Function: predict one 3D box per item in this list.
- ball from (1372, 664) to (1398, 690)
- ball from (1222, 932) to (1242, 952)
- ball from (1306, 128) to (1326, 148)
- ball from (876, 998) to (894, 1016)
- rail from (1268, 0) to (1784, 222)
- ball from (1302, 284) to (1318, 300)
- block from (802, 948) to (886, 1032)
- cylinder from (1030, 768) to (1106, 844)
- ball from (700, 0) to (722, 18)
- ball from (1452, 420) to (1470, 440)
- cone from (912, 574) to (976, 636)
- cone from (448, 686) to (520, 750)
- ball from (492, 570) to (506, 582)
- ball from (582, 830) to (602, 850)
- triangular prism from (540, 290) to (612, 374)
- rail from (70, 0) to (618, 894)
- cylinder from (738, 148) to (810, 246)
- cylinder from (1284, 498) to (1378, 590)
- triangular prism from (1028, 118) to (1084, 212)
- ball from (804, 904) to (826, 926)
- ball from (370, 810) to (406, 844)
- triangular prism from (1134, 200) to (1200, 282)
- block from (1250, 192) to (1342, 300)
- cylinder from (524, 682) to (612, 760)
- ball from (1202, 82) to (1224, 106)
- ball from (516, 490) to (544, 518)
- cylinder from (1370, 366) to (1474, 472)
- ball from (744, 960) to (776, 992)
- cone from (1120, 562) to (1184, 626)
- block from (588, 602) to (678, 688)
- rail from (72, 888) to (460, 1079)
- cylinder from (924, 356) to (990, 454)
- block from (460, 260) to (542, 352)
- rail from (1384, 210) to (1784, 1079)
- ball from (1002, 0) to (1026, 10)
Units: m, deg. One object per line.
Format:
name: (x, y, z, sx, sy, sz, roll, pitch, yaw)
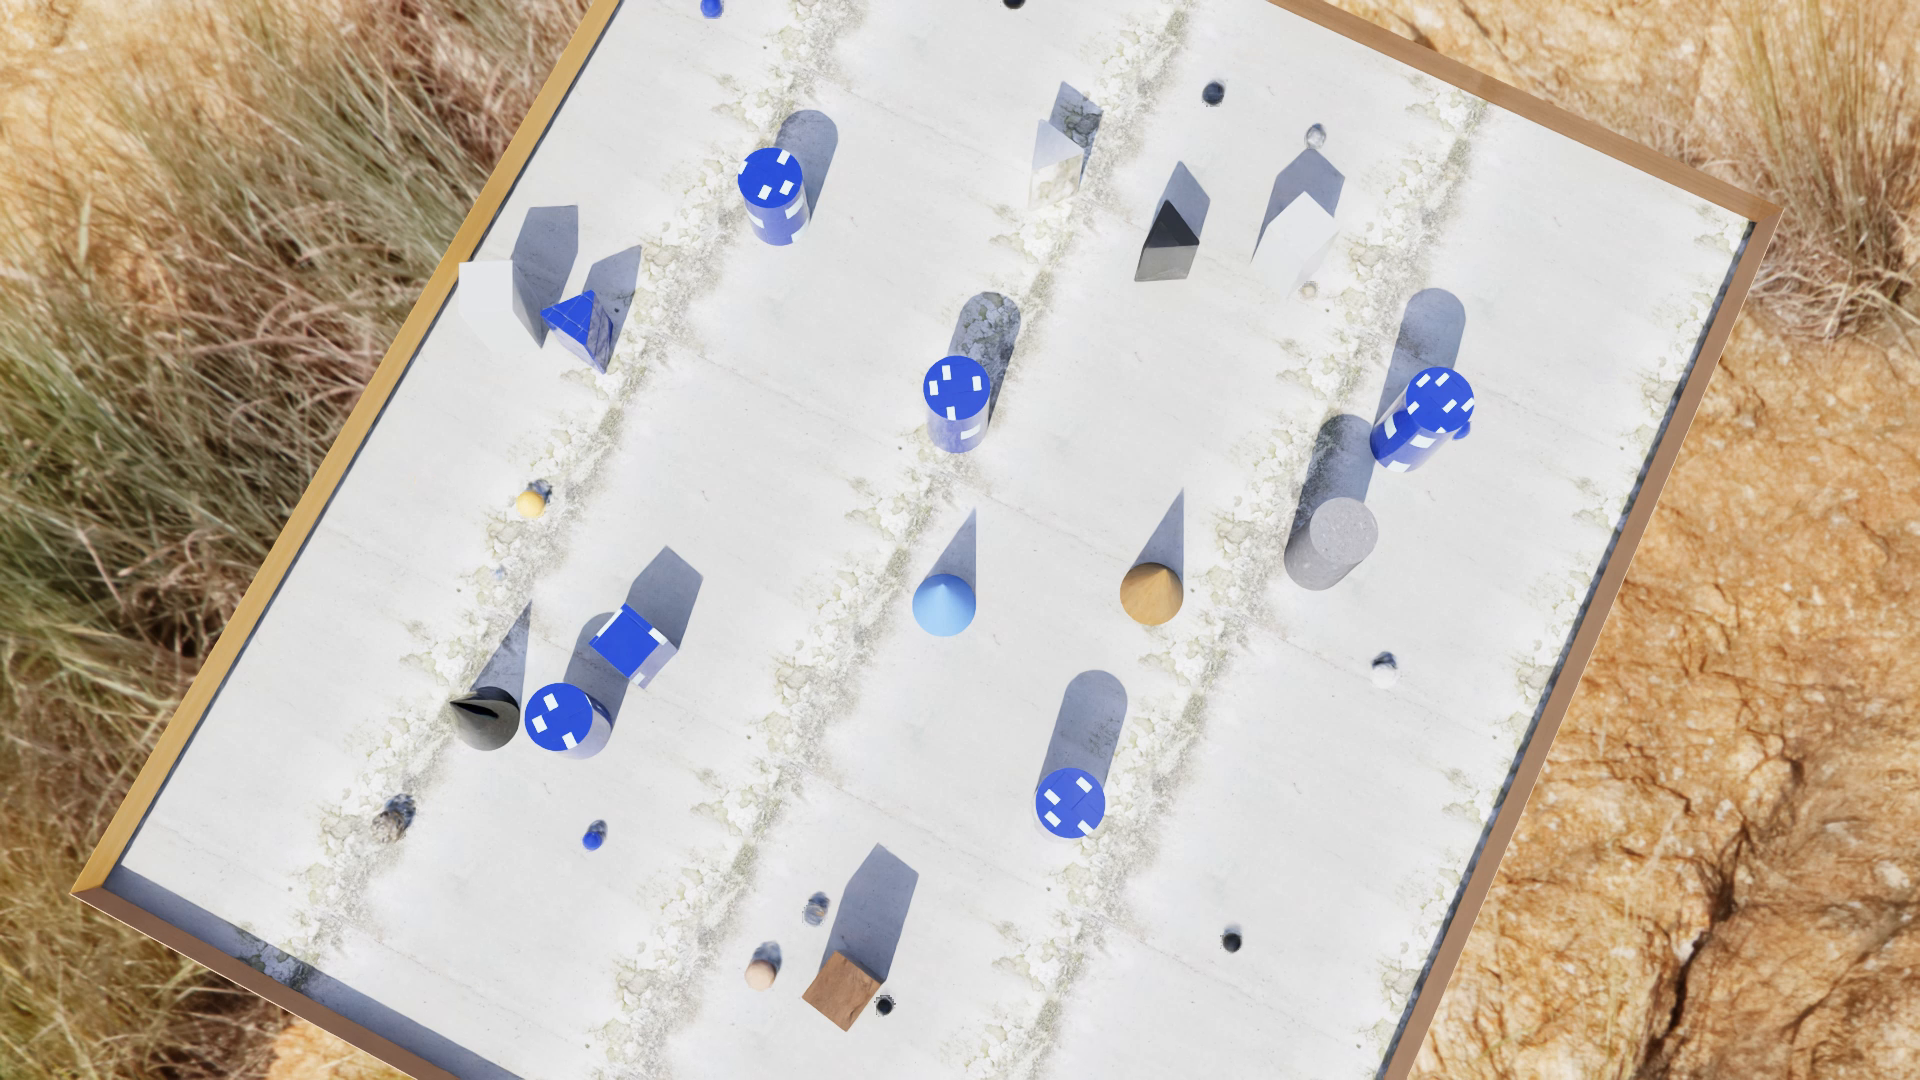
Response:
ball: (1.273, 0.408, 5.493, 0.077, 0.077, 0.077, 0, 78, 0)
ball: (0.793, 1.175, 5.344, 0.058, 0.058, 0.058, 0, 78, 0)
ball: (1.137, -1.283, 5.849, 0.064, 0.064, 0.064, 0, 78, 0)
ball: (-0.218, 1.352, 5.312, 0.049, 0.049, 0.049, 0, 78, 0)
rail: (0.921, -1.798, 5.923, 3.655, 0.127, 0.045, 26, 80, 5)
ball: (1.096, -0.781, 5.753, 0.050, 0.050, 0.050, 0, 78, 0)
block: (-0.324, 1.267, 5.172, 0.156, 0.358, 0.156, 36, 81, 7)
cylinder: (0.306, 0.767, 5.264, 0.195, 0.379, 0.195, 0, 78, 0)
ball: (-0.806, -1.728, 5.937, 0.073, 0.073, 0.073, 0, 78, 0)
ball: (1.533, -0.347, 5.648, 0.079, 0.079, 0.079, 0, 78, 0)
cone: (-0.048, 0.161, 5.396, 0.195, 0.366, 0.195, 0, 78, 0)
cone: (-1.419, 0.492, 5.293, 0.195, 0.434, 0.195, 0, 78, 0)
ball: (-1.403, 0.110, 5.573, 0.041, 0.041, 0.041, 0, 78, 0)
ball: (-1.084, 0.887, 5.403, 0.060, 0.060, 0.060, 0, 78, 0)
triangular prism: (-1.136, -0.654, 5.596, 0.169, 0.306, 0.146, 35, 80, 7)
rail: (-1.613, -0.783, 5.713, 0.045, 0.127, 4.167, 26, 80, 5)
cylinder: (-0.573, -1.059, 5.675, 0.195, 0.316, 0.195, 0, 78, 0)
cylinder: (1.087, 0.017, 5.396, 0.195, 0.424, 0.195, 0, 78, 0)
triangular prism: (0.270, -1.175, 5.692, 0.169, 0.328, 0.146, -21, 79, -4)
ball: (-0.425, 1.097, 5.356, 0.065, 0.065, 0.065, 0, 78, 0)
ball: (-1.682, 0.846, 5.392, 0.098, 0.098, 0.098, 0, 78, 0)
triangular prism: (0.630, -0.924, 5.656, 0.169, 0.298, 0.146, -4, 78, -1)
block: (1.025, -0.897, 5.619, 0.156, 0.359, 0.156, -43, 81, -8)
cylinder: (-1.142, 0.533, 5.356, 0.195, 0.295, 0.195, 0, 78, 0)
ball: (0.813, -1.431, 5.876, 0.072, 0.072, 0.072, 0, 78, 0)
ball: (-1.313, -0.109, 5.596, 0.084, 0.084, 0.084, 0, 78, 0)
cylinder: (1.367, -0.351, 5.448, 0.195, 0.473, 0.195, 0, 78, 0)
ball: (-0.578, 1.261, 5.310, 0.091, 0.091, 0.091, 0, 78, 0)
cone: (0.584, 0.124, 5.389, 0.195, 0.395, 0.195, 0, 78, 0)
block: (-0.962, 0.317, 5.416, 0.156, 0.264, 0.156, 40, 81, 8)
rail: (-0.921, 1.811, 5.176, 3.655, 0.127, 0.045, 26, 80, 5)
cylinder: (-0.010, -0.402, 5.502, 0.195, 0.387, 0.195, 0, 78, 0)
block: (-1.393, -0.705, 5.568, 0.156, 0.382, 0.156, -3, 78, -1)
rail: (1.613, 0.797, 5.386, 0.045, 0.127, 4.167, 26, 80, 5)
ball: (0.175, -1.760, 5.937, 0.085, 0.085, 0.085, 0, 78, 0)
